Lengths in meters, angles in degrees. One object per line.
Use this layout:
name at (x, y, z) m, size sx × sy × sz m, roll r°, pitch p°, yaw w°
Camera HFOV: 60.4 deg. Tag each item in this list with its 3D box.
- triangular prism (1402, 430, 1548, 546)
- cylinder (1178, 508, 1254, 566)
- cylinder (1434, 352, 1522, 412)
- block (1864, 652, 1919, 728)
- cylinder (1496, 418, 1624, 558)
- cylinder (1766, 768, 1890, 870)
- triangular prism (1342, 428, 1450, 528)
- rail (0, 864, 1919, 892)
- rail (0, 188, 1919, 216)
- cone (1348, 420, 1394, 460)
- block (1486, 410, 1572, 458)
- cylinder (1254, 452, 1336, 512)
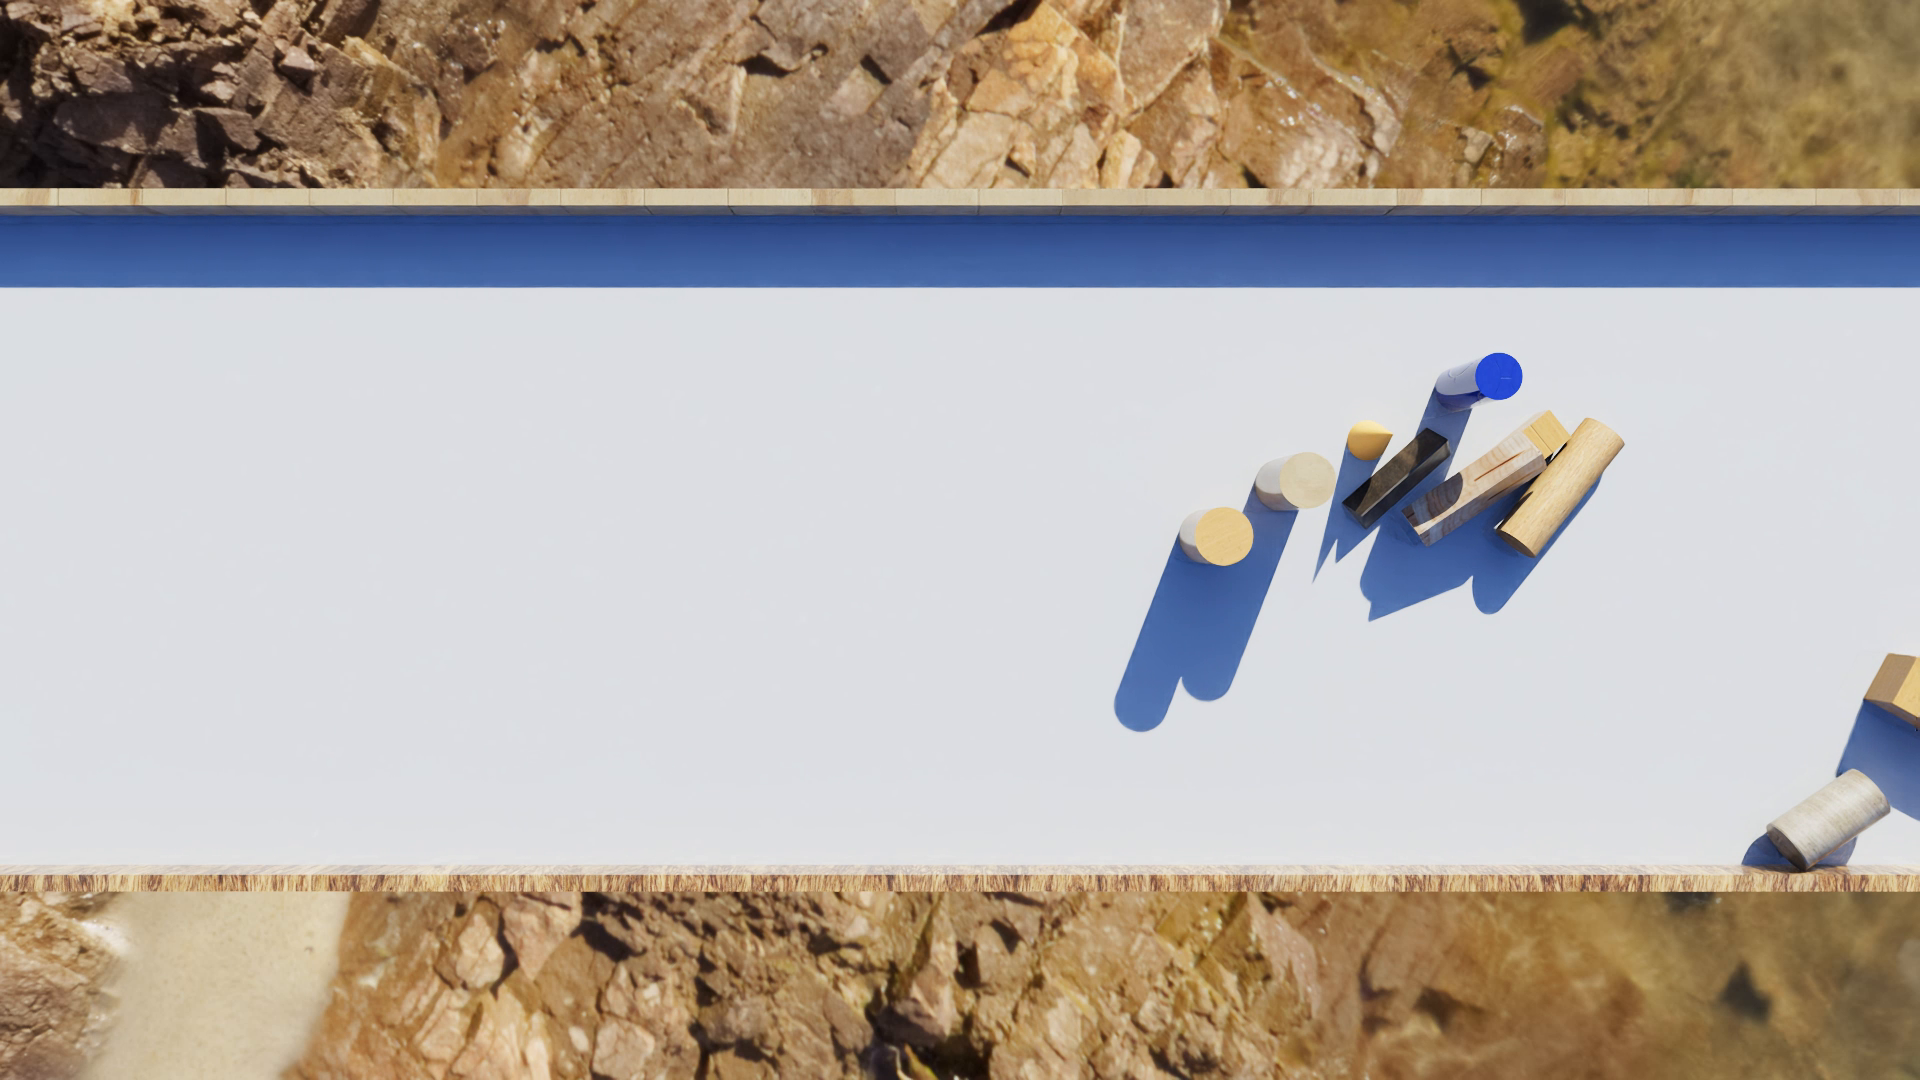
triangular prism at (1.539, -0.145, 4.912) m, size 0.421 × 0.117 × 0.135 m, roll -35°, pitch 91°, yaw 11°
cylinder at (0.757, -0.011, 4.903) m, size 0.168 × 0.346 × 0.168 m, roll 0°, pitch 90°, yaw 0°
cylinder at (1.529, -0.464, 4.877) m, size 0.136 × 0.399 × 0.136 m, roll 0°, pitch 90°, yaw 0°
block at (2.992, 0.511, 4.997) m, size 0.395 × 0.158 × 0.158 m, roll 29°, pitch 90°, yaw 0°
cylinder at (1.820, -0.158, 5.006) m, size 0.142 × 0.142 × 0.433 m, roll 39°, pitch 90°, yaw 0°
cylinder at (2.628, 0.847, 4.994) m, size 0.304 × 0.165 × 0.165 m, roll -34°, pitch 90°, yaw 0°
triangular prism at (1.342, -0.188, 5.026) m, size 0.348 × 0.095 × 0.110 m, roll -42°, pitch 90°, yaw 0°
rail at (-2.247, 1.025, 5.001) m, size 12.000 × 0.150 × 0.050 m, roll 0°, pitch 90°, yaw 0°
rail at (-2.247, -1.025, 5.002) m, size 12.000 × 0.150 × 0.050 m, roll 0°, pitch 90°, yaw 0°
cone at (1.255, -0.306, 4.925) m, size 0.125 × 0.302 × 0.125 m, roll 0°, pitch 90°, yaw 0°
block at (1.689, -0.254, 5.023) m, size 0.311 × 0.107 × 0.107 m, roll -39°, pitch 90°, yaw 0°
cylinder at (0.988, -0.170, 4.881) m, size 0.162 × 0.391 × 0.162 m, roll 0°, pitch 90°, yaw 0°
